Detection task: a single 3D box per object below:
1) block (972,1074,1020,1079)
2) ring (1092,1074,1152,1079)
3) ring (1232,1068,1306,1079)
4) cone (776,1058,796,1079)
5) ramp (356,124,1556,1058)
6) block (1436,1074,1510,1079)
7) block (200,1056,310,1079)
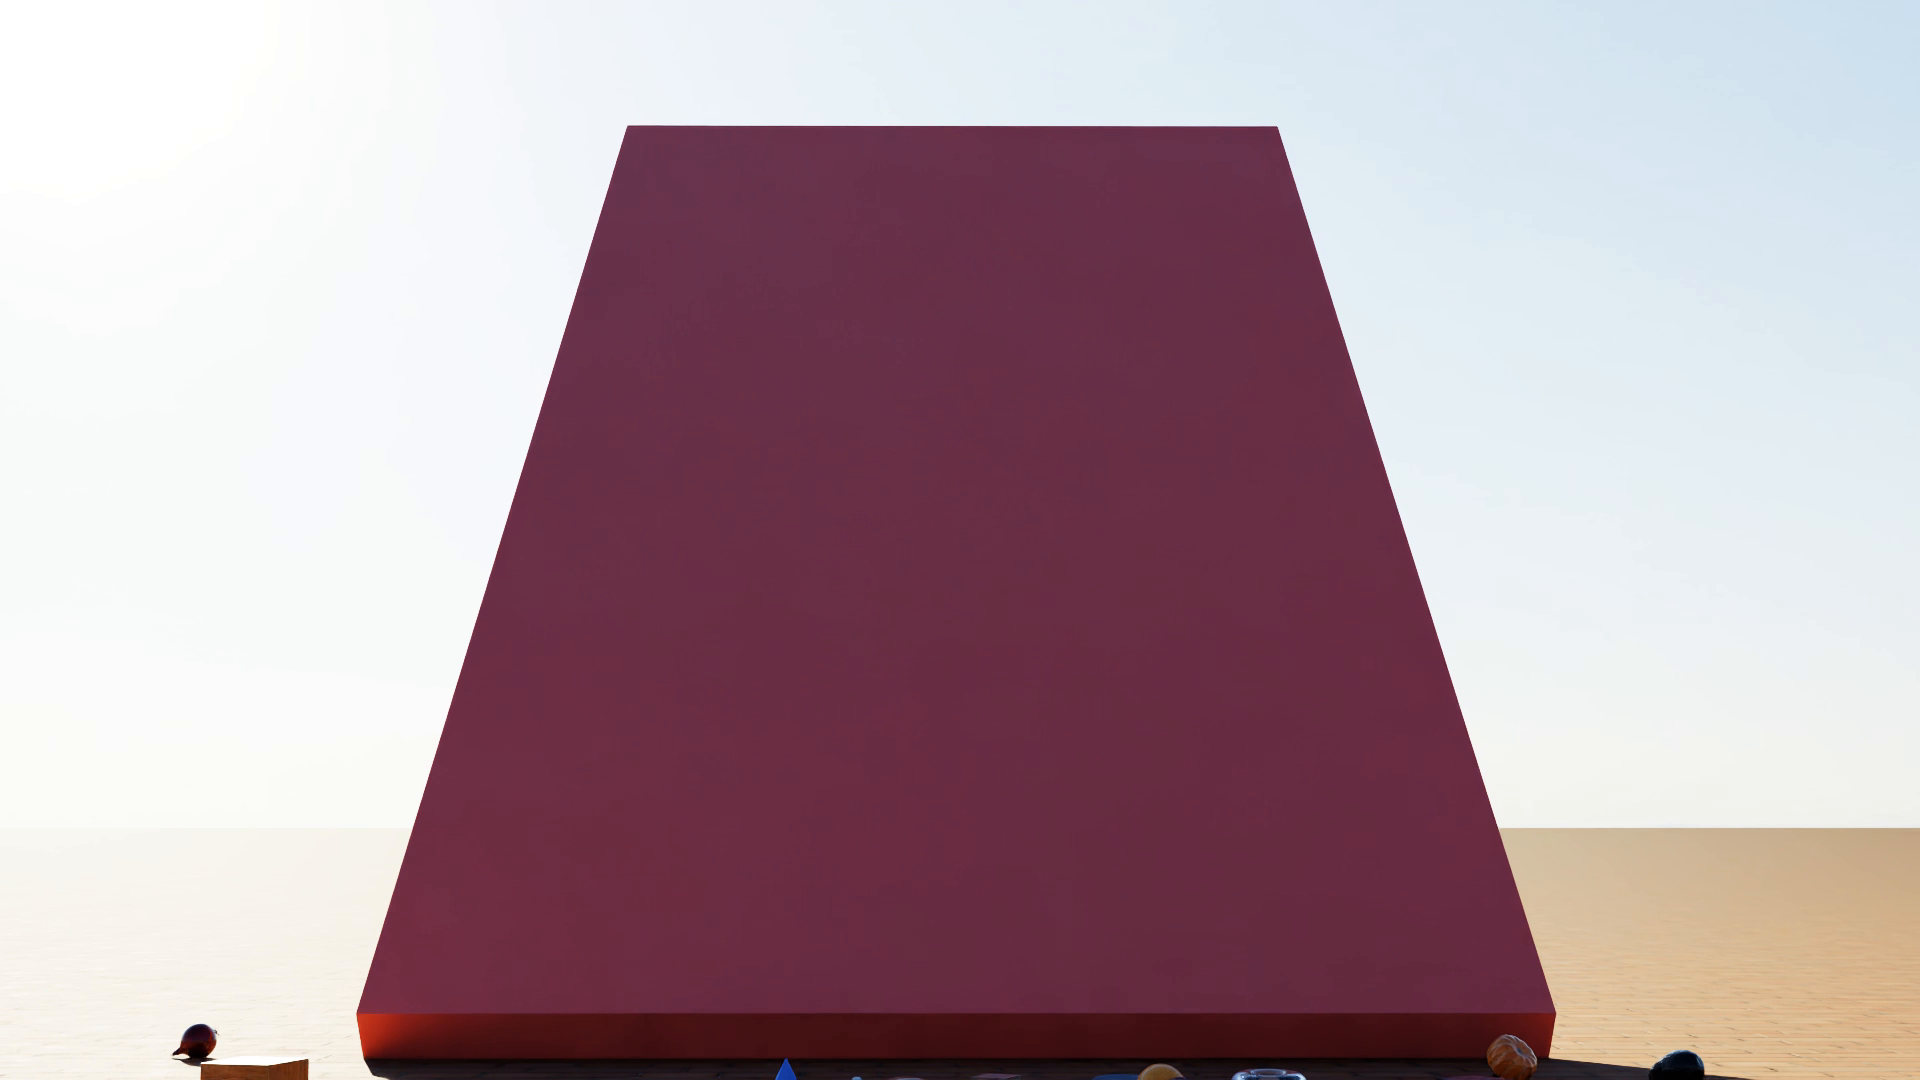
[{"bbox_3d":[0.050,0.759,3.326,0.051,0.051,0.051,-3,-7,26],"label":"block"},{"bbox_3d":[0.235,0.785,3.477,0.103,0.034,0.103,1,-6,0],"label":"ring"},{"bbox_3d":[0.447,0.788,3.519,0.111,0.037,0.111,0,-5,0],"label":"ring"},{"bbox_3d":[-0.239,0.749,3.341,0.075,0.075,0.075,0,-7,0],"label":"cone"},{"bbox_3d":[-0.014,-0.200,5.789,2.000,0.100,4.000,0,31,0],"label":"ramp"},{"bbox_3d":[0.657,0.722,3.092,0.071,0.071,0.071,5,-8,-37],"label":"block"},{"bbox_3d":[-0.893,0.707,3.077,0.096,0.096,0.096,-2,-7,16],"label":"block"}]
